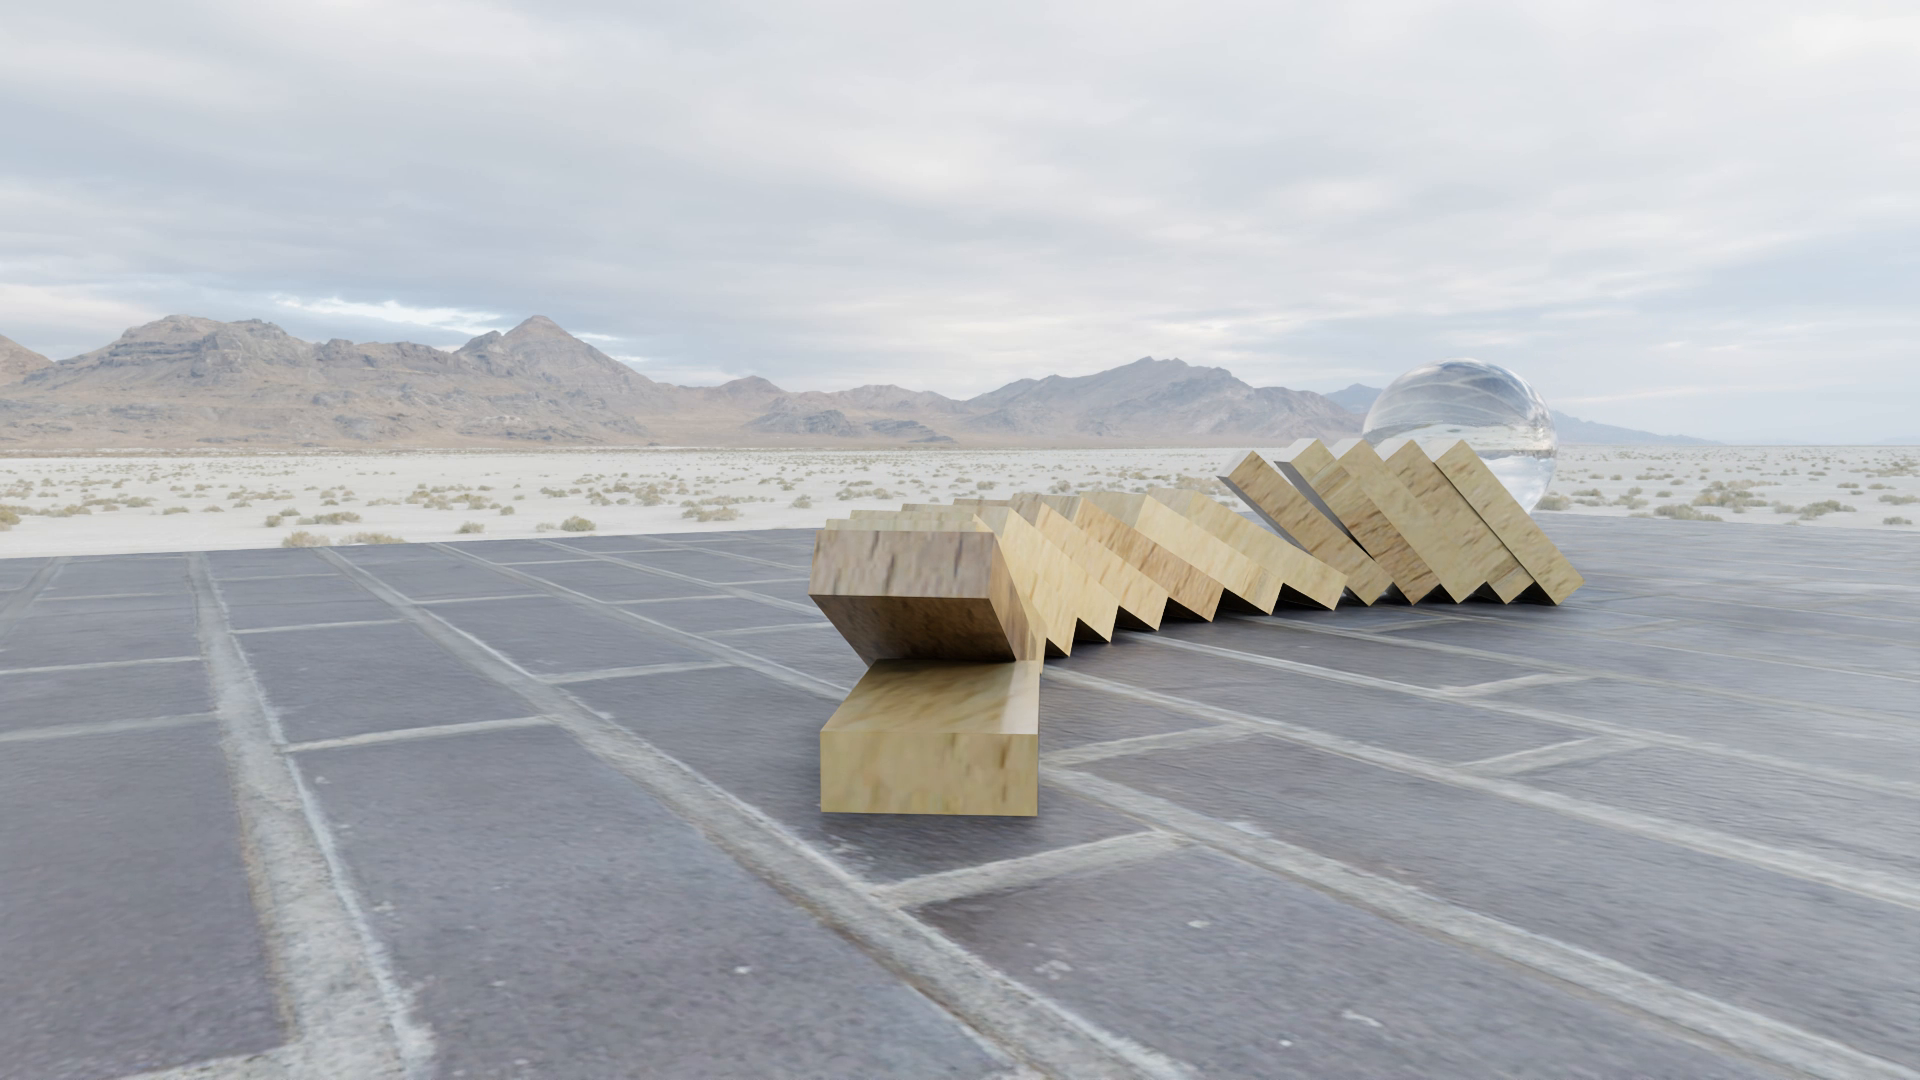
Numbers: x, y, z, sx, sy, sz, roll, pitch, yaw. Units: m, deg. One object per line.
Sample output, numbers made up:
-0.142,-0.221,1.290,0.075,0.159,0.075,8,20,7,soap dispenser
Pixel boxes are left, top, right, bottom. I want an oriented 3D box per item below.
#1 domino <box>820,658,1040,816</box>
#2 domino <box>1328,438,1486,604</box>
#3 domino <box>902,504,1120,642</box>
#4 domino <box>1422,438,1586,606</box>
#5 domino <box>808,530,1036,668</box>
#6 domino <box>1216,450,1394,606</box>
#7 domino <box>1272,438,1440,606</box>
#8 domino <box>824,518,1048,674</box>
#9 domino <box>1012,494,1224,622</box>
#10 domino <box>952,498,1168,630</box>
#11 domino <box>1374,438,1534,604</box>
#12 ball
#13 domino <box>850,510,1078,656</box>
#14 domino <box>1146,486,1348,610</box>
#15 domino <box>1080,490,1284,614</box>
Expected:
-0.002,0.025,0.172,0.025,0.009,0.050,0,4,4,domino
0.120,-0.006,0.353,0.009,0.050,0.025,-41,1,5,domino
0.010,0.007,0.265,0.025,0.010,0.050,3,-21,34,domino
0.145,-0.006,0.350,0.010,0.050,0.025,-41,1,5,domino
-0.004,0.013,0.197,0.025,0.009,0.050,1,-22,11,domino
0.092,-0.004,0.347,0.050,0.010,0.025,42,5,0,domino
0.108,-0.006,0.350,0.009,0.050,0.025,-41,1,5,domino
-0.003,0.011,0.220,0.025,0.009,0.050,1,-22,18,domino
0.036,0.004,0.304,0.050,0.010,0.025,29,-13,-33,domino
0.022,0.006,0.285,0.025,0.009,0.050,4,-20,44,domino
0.133,-0.006,0.352,0.010,0.050,0.025,-41,1,5,domino
0.215,-0.039,0.555,0.080,0.080,0.080,0,4,0,ball
0.001,0.009,0.244,0.025,0.010,0.050,2,-21,29,domino
0.073,0.002,0.332,0.050,0.009,0.025,27,-5,-18,domino
0.054,0.003,0.318,0.050,0.010,0.025,29,-11,-31,domino
